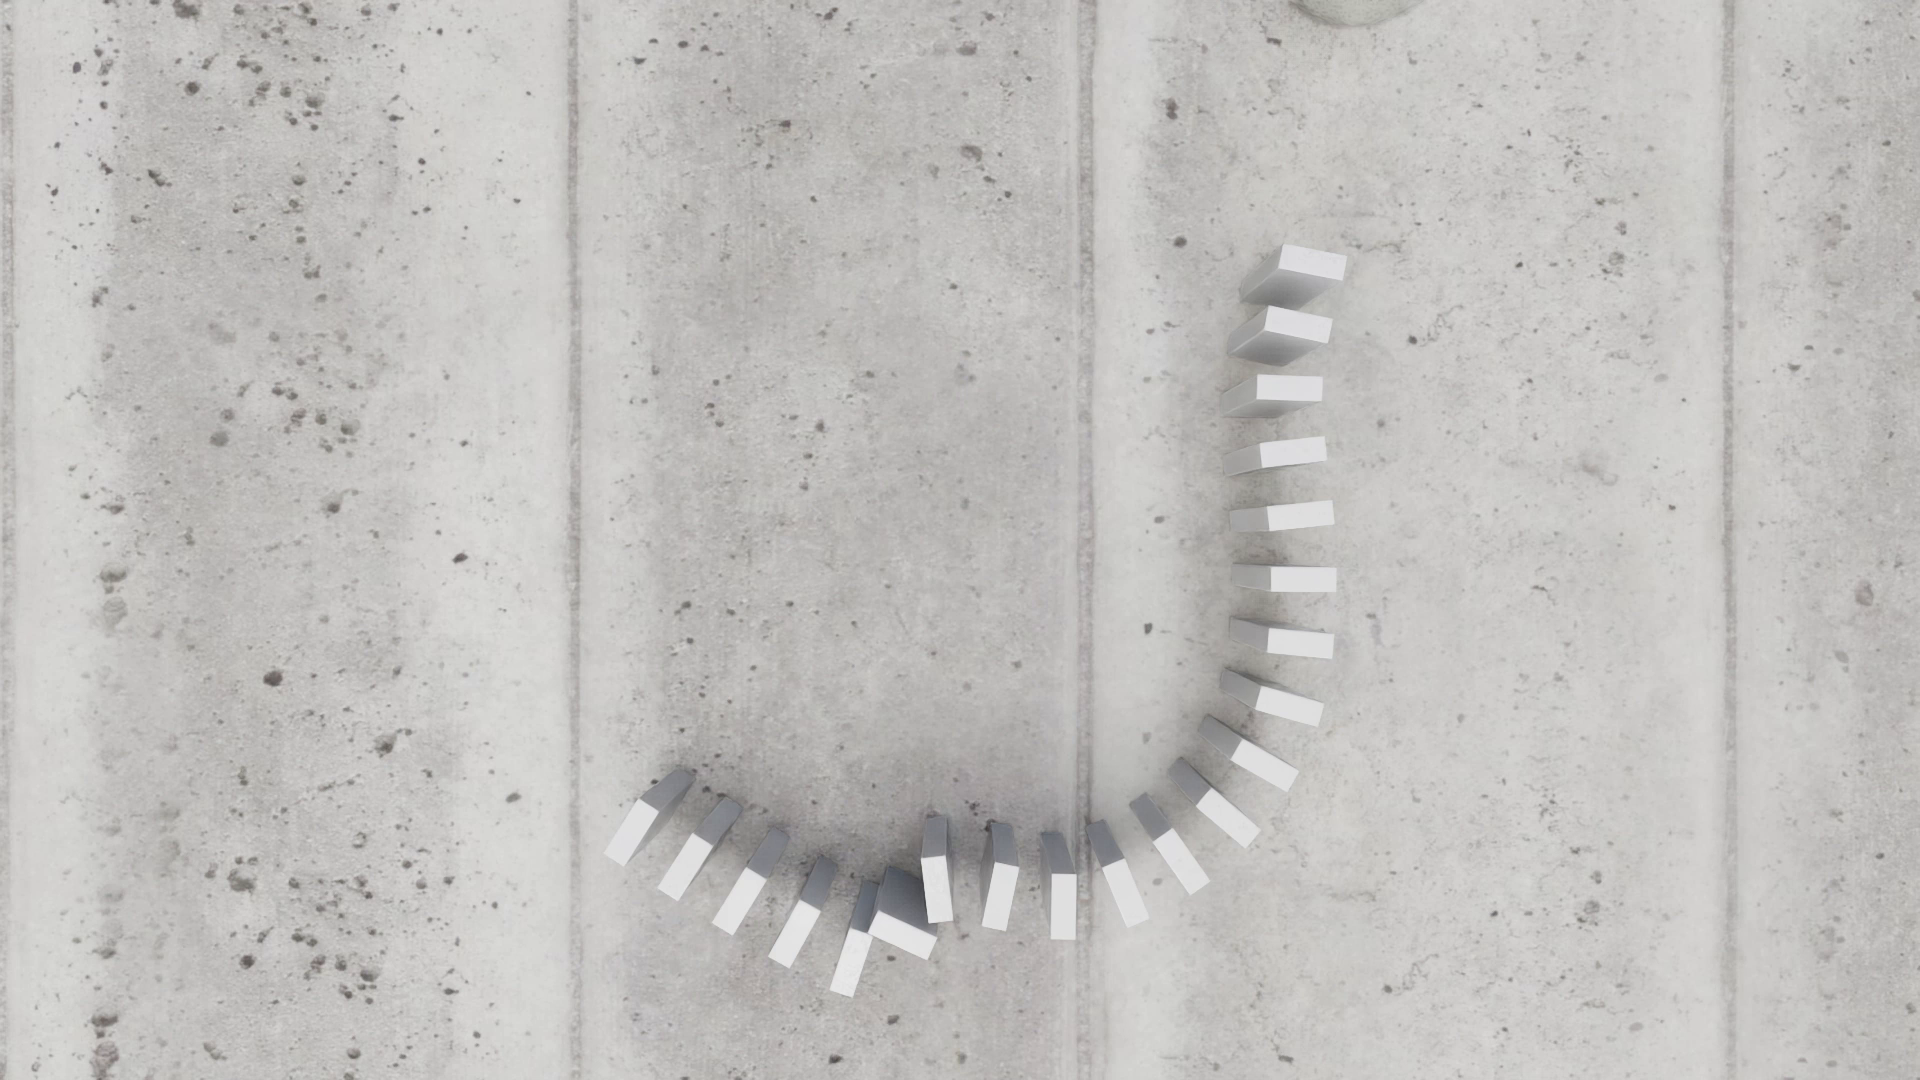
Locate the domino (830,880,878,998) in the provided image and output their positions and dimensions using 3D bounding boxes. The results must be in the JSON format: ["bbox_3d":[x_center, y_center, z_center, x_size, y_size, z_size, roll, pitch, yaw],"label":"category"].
[{"bbox_3d":[-0.042,0.162,0.375,0.009,0.050,0.025,18,90,0],"label":"domino"}]

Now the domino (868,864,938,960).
[{"bbox_3d":[-0.022,0.151,0.375,0.025,0.050,0.009,25,90,0],"label":"domino"}]

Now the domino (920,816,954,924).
[{"bbox_3d":[-0.009,0.133,0.375,0.009,0.050,0.025,-7,90,0],"label":"domino"}]

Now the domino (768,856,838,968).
[{"bbox_3d":[-0.063,0.150,0.375,0.009,0.050,0.025,29,90,0],"label":"domino"}]

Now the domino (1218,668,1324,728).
[{"bbox_3d":[0.126,0.064,0.375,0.025,0.050,0.009,16,90,0],"label":"domino"}]

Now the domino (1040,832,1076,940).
[{"bbox_3d":[0.040,0.140,0.375,0.009,0.050,0.025,1,90,0],"label":"domino"}]

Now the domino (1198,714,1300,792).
[{"bbox_3d":[0.117,0.086,0.375,0.025,0.050,0.009,30,90,0],"label":"domino"}]

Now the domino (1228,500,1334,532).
[{"bbox_3d":[0.130,-0.009,0.375,0.025,0.050,0.010,-6,90,0],"label":"domino"}]

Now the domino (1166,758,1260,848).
[{"bbox_3d":[0.103,0.106,0.375,0.025,0.050,0.009,40,90,0],"label":"domino"}]

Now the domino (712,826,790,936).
[{"bbox_3d":[-0.084,0.138,0.375,0.010,0.050,0.025,32,90,0],"label":"domino"}]

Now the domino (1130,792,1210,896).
[{"bbox_3d":[0.085,0.123,0.375,0.009,0.050,0.025,-35,90,0],"label":"domino"}]

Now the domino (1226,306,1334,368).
[{"bbox_3d":[0.129,-0.082,0.375,0.025,0.050,0.010,12,90,0],"label":"domino"}]

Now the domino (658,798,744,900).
[{"bbox_3d":[-0.105,0.125,0.375,0.009,0.050,0.025,33,90,0],"label":"domino"}]

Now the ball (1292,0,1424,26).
[{"bbox_3d":[0.162,-0.248,0.360,0.080,0.080,0.080,0,90,0],"label":"ball"}]

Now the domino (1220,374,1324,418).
[{"bbox_3d":[0.126,-0.058,0.375,0.025,0.050,0.010,2,90,0],"label":"domino"}]

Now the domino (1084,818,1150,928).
[{"bbox_3d":[0.063,0.135,0.375,0.009,0.050,0.025,-23,90,0],"label":"domino"}]

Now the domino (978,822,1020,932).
[{"bbox_3d":[0.015,0.136,0.375,0.009,0.050,0.025,12,90,0],"label":"domino"}]

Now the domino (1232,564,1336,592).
[{"bbox_3d":[0.131,0.015,0.375,0.025,0.050,0.009,1,90,0],"label":"domino"}]

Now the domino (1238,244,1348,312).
[{"bbox_3d":[0.135,-0.106,0.375,0.025,0.050,0.009,11,90,0],"label":"domino"}]

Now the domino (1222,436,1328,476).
[{"bbox_3d":[0.127,-0.034,0.375,0.025,0.050,0.010,-6,90,0],"label":"domino"}]

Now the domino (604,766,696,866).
[{"bbox_3d":[-0.126,0.112,0.375,0.009,0.050,0.025,33,90,0],"label":"domino"}]

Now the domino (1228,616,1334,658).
[{"bbox_3d":[0.130,0.040,0.375,0.025,0.050,0.010,5,90,0],"label":"domino"}]
